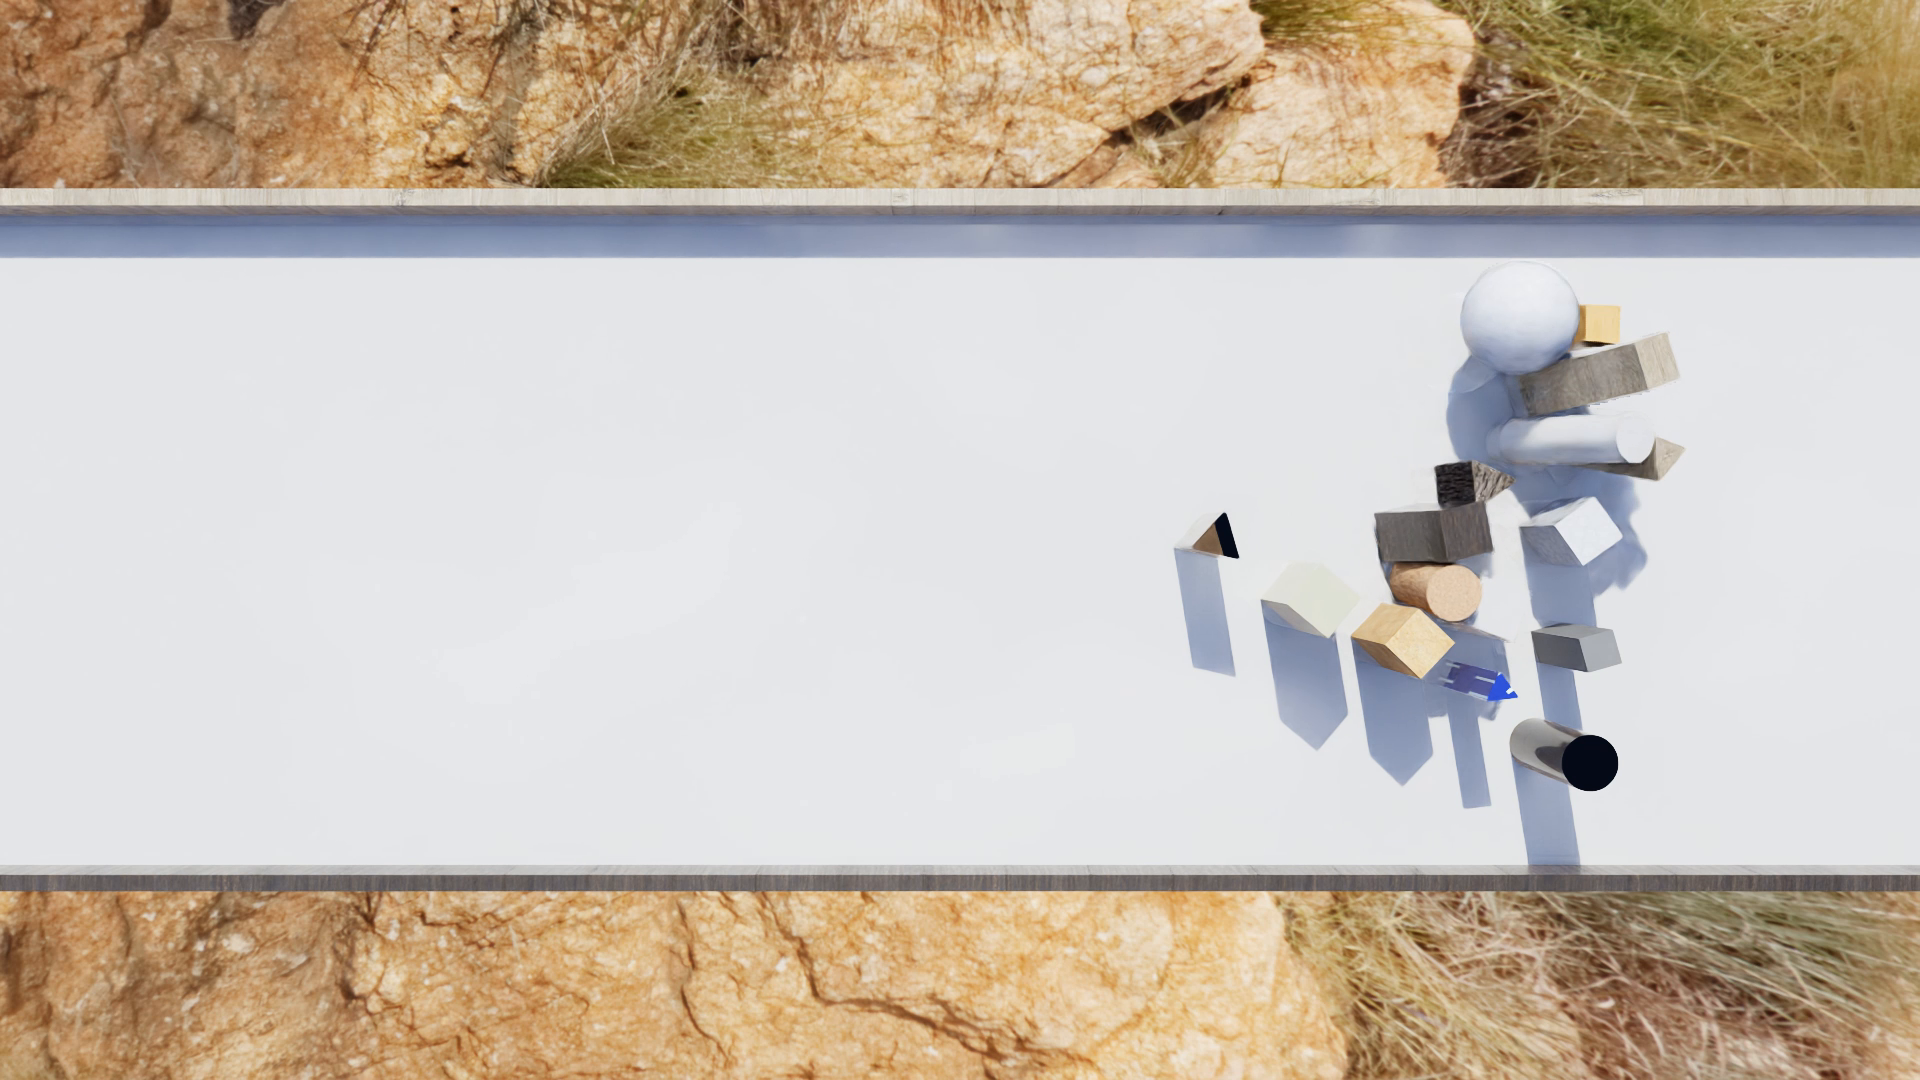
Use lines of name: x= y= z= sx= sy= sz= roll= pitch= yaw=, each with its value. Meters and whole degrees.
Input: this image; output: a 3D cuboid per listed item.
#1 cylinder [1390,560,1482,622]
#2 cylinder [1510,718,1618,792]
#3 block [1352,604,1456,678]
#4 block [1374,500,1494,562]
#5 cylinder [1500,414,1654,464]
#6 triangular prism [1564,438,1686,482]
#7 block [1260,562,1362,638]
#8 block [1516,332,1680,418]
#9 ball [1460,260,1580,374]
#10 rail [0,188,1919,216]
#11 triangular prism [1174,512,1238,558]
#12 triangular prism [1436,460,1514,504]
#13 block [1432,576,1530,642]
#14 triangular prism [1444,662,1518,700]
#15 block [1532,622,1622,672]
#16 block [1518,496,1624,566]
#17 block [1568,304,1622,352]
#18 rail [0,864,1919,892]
cylinder: x=1.406 y=0.137 z=4.891 sx=0.161 sy=0.358 sz=0.161 roll=0 pitch=95 yaw=-2
cylinder: x=1.771 y=0.627 z=4.855 sx=0.161 sy=0.443 sz=0.161 roll=0 pitch=90 yaw=0
block: x=1.300 y=0.293 z=4.869 sx=0.140 sy=0.416 sz=0.140 roll=44 pitch=90 yaw=0
block: x=1.395 y=-0.025 z=4.875 sx=0.149 sy=0.371 sz=0.149 roll=-12 pitch=93 yaw=-14
cylinder: x=1.799 y=-0.294 z=4.835 sx=0.142 sy=0.455 sz=0.142 roll=-1 pitch=93 yaw=-25
triangular prism: x=1.935 y=-0.280 z=4.877 sx=0.114 sy=0.404 sz=0.132 roll=-18 pitch=108 yaw=-23
block: x=1.030 y=0.172 z=4.866 sx=0.151 sy=0.421 sz=0.151 roll=40 pitch=90 yaw=0
block: x=1.865 y=-0.481 z=4.843 sx=0.137 sy=0.449 sz=0.137 roll=-19 pitch=92 yaw=-27
ball: x=1.619 y=-0.643 z=4.775 sx=0.328 sy=0.328 sz=0.328 roll=0 pitch=90 yaw=0
rail: x=-2.247 y=-1.025 z=5.002 sx=12.000 sy=0.150 sz=0.050 roll=0 pitch=90 yaw=0
triangular prism: x=0.736 y=-0.021 z=4.870 sx=0.137 sy=0.413 sz=0.118 roll=13 pitch=90 yaw=0
triangular prism: x=1.505 y=-0.180 z=4.915 sx=0.140 sy=0.314 sz=0.121 roll=-36 pitch=92 yaw=-3
block: x=1.552 y=0.196 z=4.923 sx=0.149 sy=0.301 sz=0.149 roll=20 pitch=90 yaw=-2
triangular prism: x=1.528 y=0.411 z=4.867 sx=0.087 sy=0.420 sz=0.075 roll=-6 pitch=90 yaw=0
block: x=1.818 y=0.315 z=4.878 sx=0.100 sy=0.396 sz=0.100 roll=-16 pitch=90 yaw=0
block: x=1.819 y=-0.026 z=4.922 sx=0.143 sy=0.309 sz=0.143 roll=-35 pitch=90 yaw=0
block: x=1.820 y=-0.625 z=4.900 sx=0.106 sy=0.341 sz=0.106 roll=2 pitch=91 yaw=-9
rail: x=-2.247 y=1.025 z=5.001 sx=12.000 sy=0.150 sz=0.050 roll=0 pitch=90 yaw=0
